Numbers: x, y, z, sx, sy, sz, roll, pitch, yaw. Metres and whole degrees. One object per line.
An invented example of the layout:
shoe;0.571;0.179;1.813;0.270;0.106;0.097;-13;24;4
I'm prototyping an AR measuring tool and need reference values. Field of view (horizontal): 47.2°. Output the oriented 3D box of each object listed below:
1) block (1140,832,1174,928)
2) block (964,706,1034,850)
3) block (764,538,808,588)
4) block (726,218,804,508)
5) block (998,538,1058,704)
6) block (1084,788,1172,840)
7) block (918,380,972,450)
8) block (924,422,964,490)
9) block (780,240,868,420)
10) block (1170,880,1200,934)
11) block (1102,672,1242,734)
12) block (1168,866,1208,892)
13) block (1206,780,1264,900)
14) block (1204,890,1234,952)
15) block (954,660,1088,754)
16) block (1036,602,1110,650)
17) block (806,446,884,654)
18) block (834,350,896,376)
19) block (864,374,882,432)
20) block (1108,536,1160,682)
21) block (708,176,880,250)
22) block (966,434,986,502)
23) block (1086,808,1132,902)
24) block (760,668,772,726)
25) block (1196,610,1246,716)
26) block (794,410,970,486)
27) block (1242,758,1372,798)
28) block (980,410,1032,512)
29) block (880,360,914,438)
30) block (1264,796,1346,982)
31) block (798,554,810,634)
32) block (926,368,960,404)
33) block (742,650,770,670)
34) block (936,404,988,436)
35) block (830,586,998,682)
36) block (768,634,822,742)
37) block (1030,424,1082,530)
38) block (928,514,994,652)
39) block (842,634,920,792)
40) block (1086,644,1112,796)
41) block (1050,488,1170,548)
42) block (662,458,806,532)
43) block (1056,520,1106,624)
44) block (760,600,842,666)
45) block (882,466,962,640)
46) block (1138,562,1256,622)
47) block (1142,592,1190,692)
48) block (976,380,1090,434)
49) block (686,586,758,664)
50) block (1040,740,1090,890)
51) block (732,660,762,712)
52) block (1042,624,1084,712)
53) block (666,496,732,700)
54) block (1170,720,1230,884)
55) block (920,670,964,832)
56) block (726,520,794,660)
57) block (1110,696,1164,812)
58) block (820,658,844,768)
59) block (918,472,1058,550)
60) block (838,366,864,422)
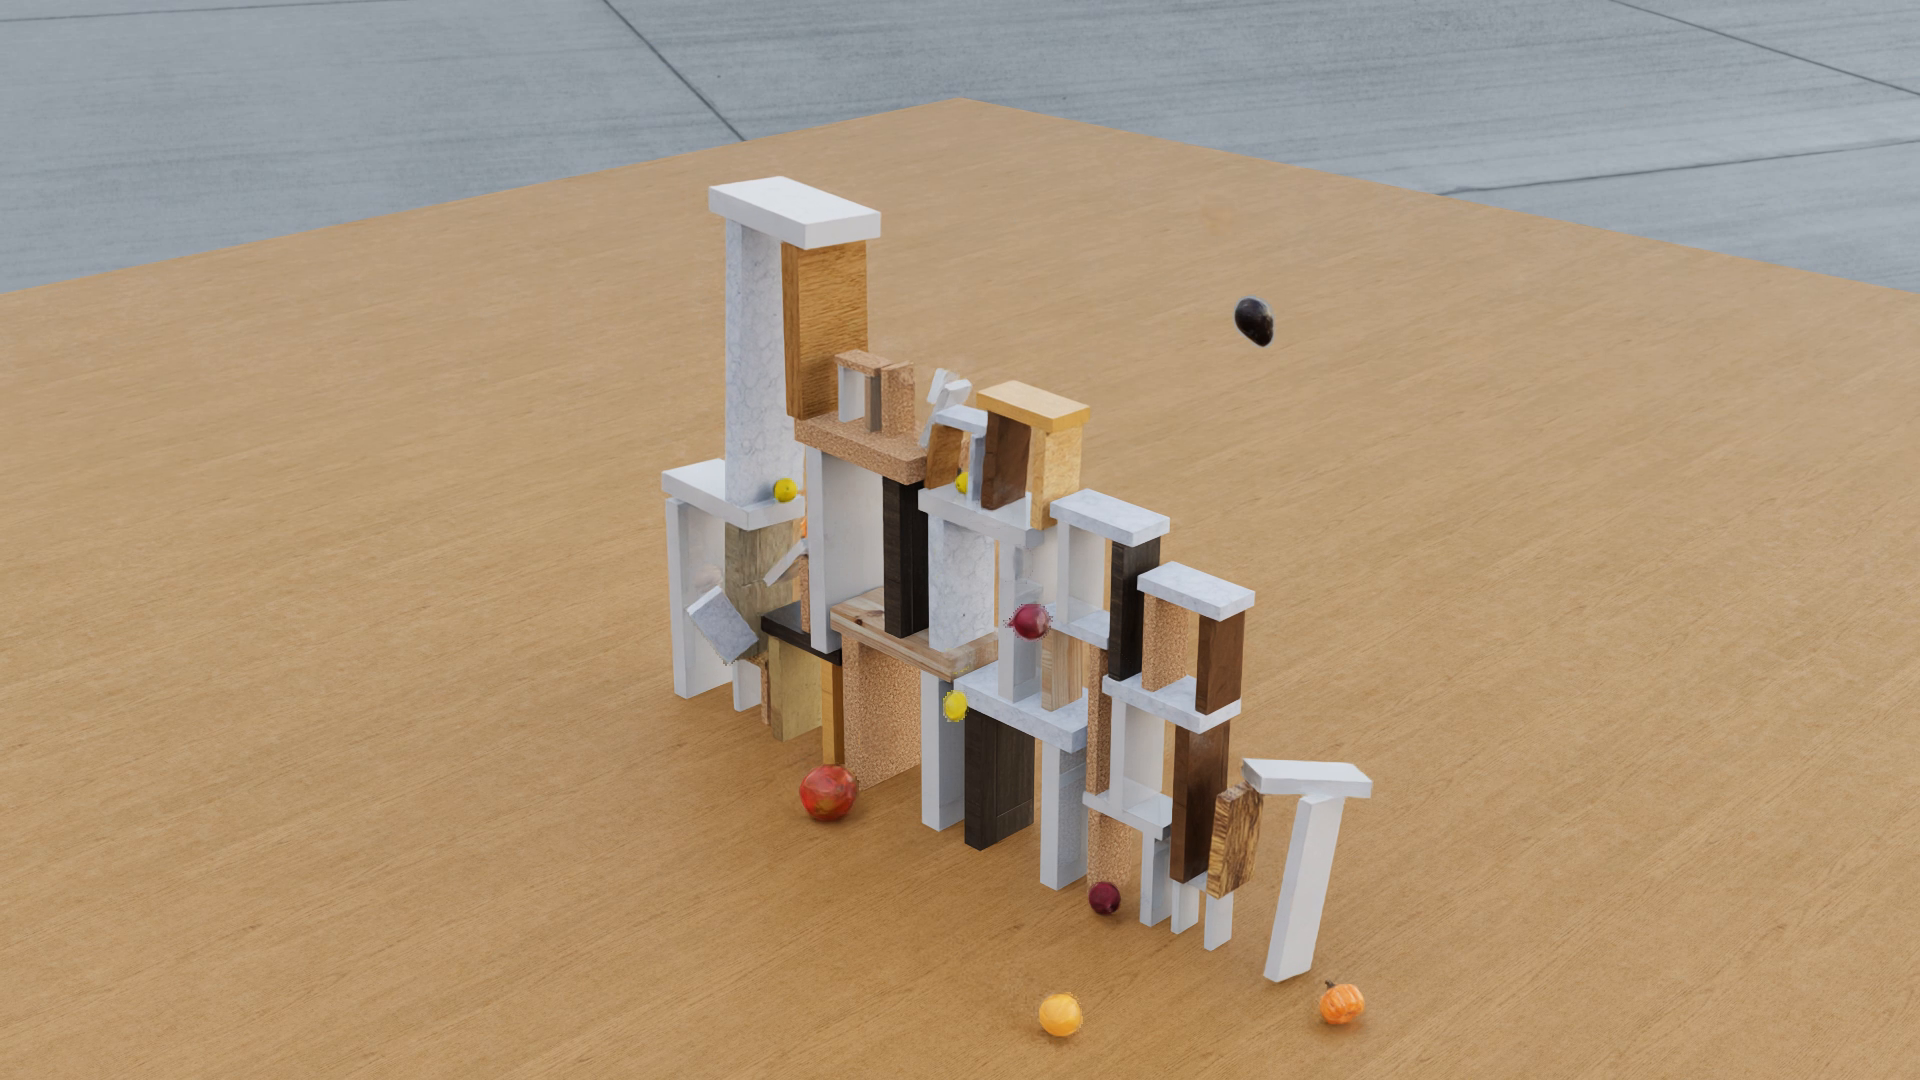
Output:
block;0.378;0.612;4.073;0.096;0.192;0.027;-21;31;-40
block;0.079;0.443;4.324;0.043;0.307;0.153;21;31;41
block;-0.337;0.039;4.596;0.083;0.166;0.023;-20;74;-43
block;-0.402;-0.380;4.557;0.050;0.610;0.175;21;28;40
block;0.135;0.136;4.132;0.140;0.322;0.040;-21;31;-41
block;0.332;0.493;4.072;0.192;0.027;0.096;21;31;40
block;-0.027;-0.239;4.166;0.019;0.137;0.068;40;35;22
block;-0.030;-0.164;4.153;0.066;0.132;0.019;-19;40;-38
block;-0.264;-0.427;4.337;0.175;0.350;0.050;-21;30;-40
block;0.416;0.662;4.050;0.017;0.117;0.059;21;31;41
block;0.377;0.276;3.928;0.113;0.032;0.227;-21;31;-40
block;0.443;0.612;3.999;0.117;0.017;0.058;21;31;40
block;0.490;0.529;3.911;0.029;0.204;0.102;25;33;38
block;0.471;0.684;3.999;0.017;0.117;0.058;21;31;41
block;0.151;0.310;4.189;0.307;0.043;0.153;21;31;41
block;0.233;0.151;4.031;0.174;0.025;0.087;21;31;41
block;-0.230;-0.001;4.471;0.167;0.444;0.047;-21;31;-40
block;-0.184;-0.344;4.272;0.058;0.016;0.116;-21;31;-40
block;-0.158;-0.272;4.273;0.058;0.116;0.016;-21;31;-40
block;0.311;0.114;3.926;0.099;0.268;0.028;-21;31;-40
block;-0.329;-0.648;4.339;0.175;0.050;0.350;-15;28;-34
block;0.049;-0.139;4.095;0.066;0.132;0.019;-13;33;-28
block;0.283;0.577;4.156;0.027;0.192;0.096;21;31;40
block;-0.399;0.329;4.802;0.072;0.144;0.020;-20;31;-39
block;0.452;0.203;3.821;0.093;0.186;0.026;-21;31;-40
block;-0.153;-0.195;4.300;0.167;0.047;0.334;-20;30;-39
block;0.610;0.420;3.877;0.204;0.029;0.102;4;12;-13
block;0.086;-0.158;4.061;0.027;0.194;0.097;24;33;35
block;-0.120;-0.271;4.244;0.068;0.137;0.019;-21;30;-40
block;0.607;0.609;3.874;0.029;0.338;0.102;21;19;41
block;-0.294;0.103;4.582;0.023;0.166;0.083;20;30;41
block;-0.033;-0.290;4.200;0.019;0.068;0.137;18;4;9
block;-0.442;0.242;4.792;0.144;0.020;0.072;21;28;41
block;0.026;-0.222;4.096;0.132;0.019;0.066;18;29;36
block;-0.079;0.181;4.391;0.344;0.049;0.172;21;31;41
block;-0.350;0.300;4.736;0.035;0.247;0.124;21;31;41
block;0.174;-0.122;3.979;0.097;0.194;0.027;-21;34;-41
block;0.004;0.065;4.245;0.040;0.280;0.140;21;31;41
block;-0.160;0.330;4.542;0.049;0.344;0.172;21;31;41
block;0.274;0.319;4.058;0.025;0.305;0.087;21;31;41
block;0.266;-0.041;3.911;0.099;0.028;0.197;-21;31;-40
block;-0.489;-0.099;4.728;0.153;0.043;0.306;-16;28;-40
block;0.220;0.045;3.998;0.028;0.197;0.099;21;31;41
block;-0.291;0.193;4.628;0.247;0.035;0.124;21;31;41
block;-0.073;0.011;4.303;0.167;0.334;0.047;-21;31;-40
block;0.409;0.088;3.820;0.093;0.026;0.186;-21;31;-40
block;0.365;0.168;3.902;0.093;0.186;0.026;-21;31;-40
block;0.131;-0.242;3.975;0.097;0.027;0.193;-21;31;-40
block;-0.497;0.178;4.601;0.083;0.166;0.023;-38;41;-7
block;0.223;0.500;4.190;0.043;0.307;0.153;21;31;41
block;-0.469;0.301;4.866;0.020;0.144;0.072;20;30;41
block;0.192;0.226;4.108;0.025;0.174;0.087;21;31;41
block;-0.571;0.113;4.891;0.153;0.470;0.043;-21;32;-41
block;0.430;0.456;3.945;0.113;0.312;0.032;-21;31;-40
block;0.002;0.393;4.393;0.049;0.344;0.172;21;31;41
block;-0.431;0.093;4.723;0.043;0.306;0.153;22;28;40
block;0.325;0.375;4.027;0.032;0.227;0.113;21;31;40
block;-0.233;0.346;4.630;0.035;0.248;0.124;21;31;41
block;0.069;-0.057;4.122;0.140;0.040;0.280;-21;31;-41
block;-0.212;-0.294;4.324;0.058;0.116;0.016;-20;31;-39
